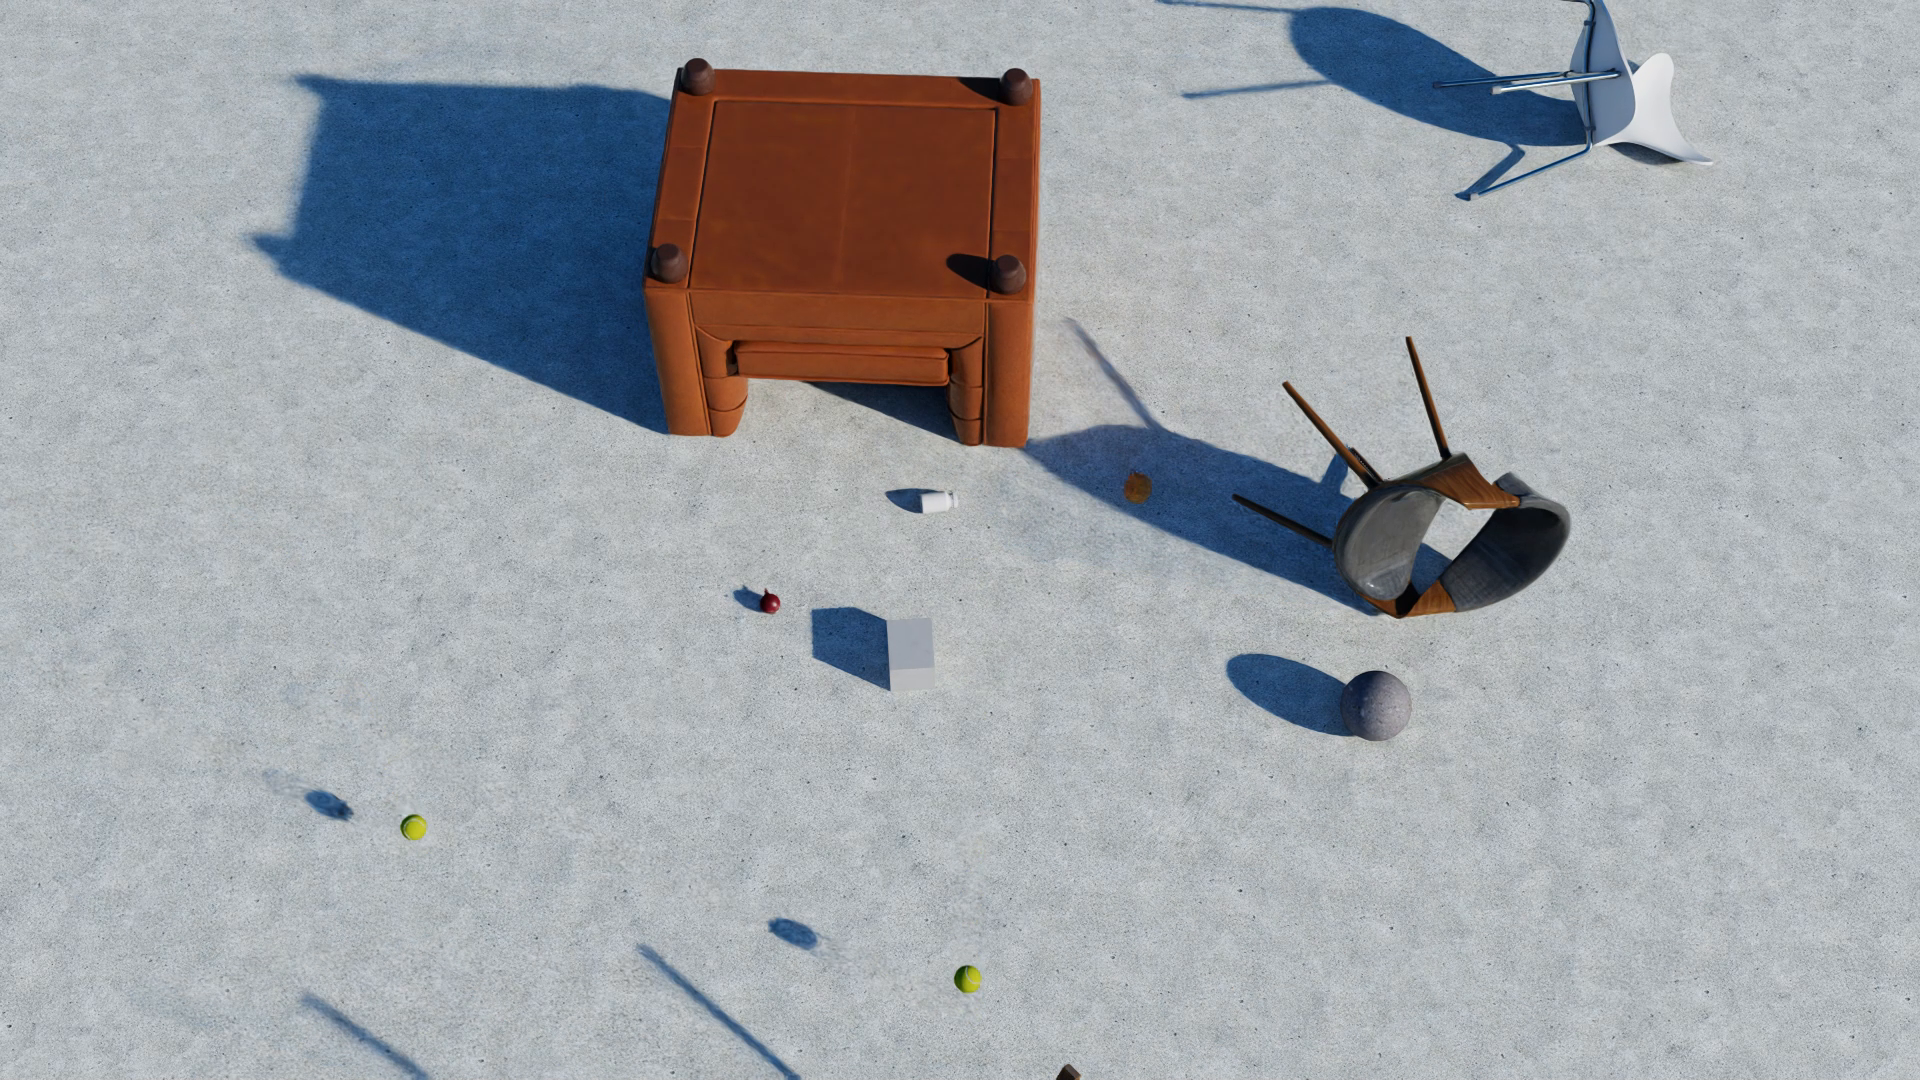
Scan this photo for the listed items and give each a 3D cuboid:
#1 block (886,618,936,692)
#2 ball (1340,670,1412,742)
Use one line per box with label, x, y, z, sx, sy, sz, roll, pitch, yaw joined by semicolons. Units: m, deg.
block;-0.140;0.328;6.281;0.129;0.120;0.165;-3;56;-2
ball;1.162;0.463;6.144;0.198;0.198;0.198;0;56;0
